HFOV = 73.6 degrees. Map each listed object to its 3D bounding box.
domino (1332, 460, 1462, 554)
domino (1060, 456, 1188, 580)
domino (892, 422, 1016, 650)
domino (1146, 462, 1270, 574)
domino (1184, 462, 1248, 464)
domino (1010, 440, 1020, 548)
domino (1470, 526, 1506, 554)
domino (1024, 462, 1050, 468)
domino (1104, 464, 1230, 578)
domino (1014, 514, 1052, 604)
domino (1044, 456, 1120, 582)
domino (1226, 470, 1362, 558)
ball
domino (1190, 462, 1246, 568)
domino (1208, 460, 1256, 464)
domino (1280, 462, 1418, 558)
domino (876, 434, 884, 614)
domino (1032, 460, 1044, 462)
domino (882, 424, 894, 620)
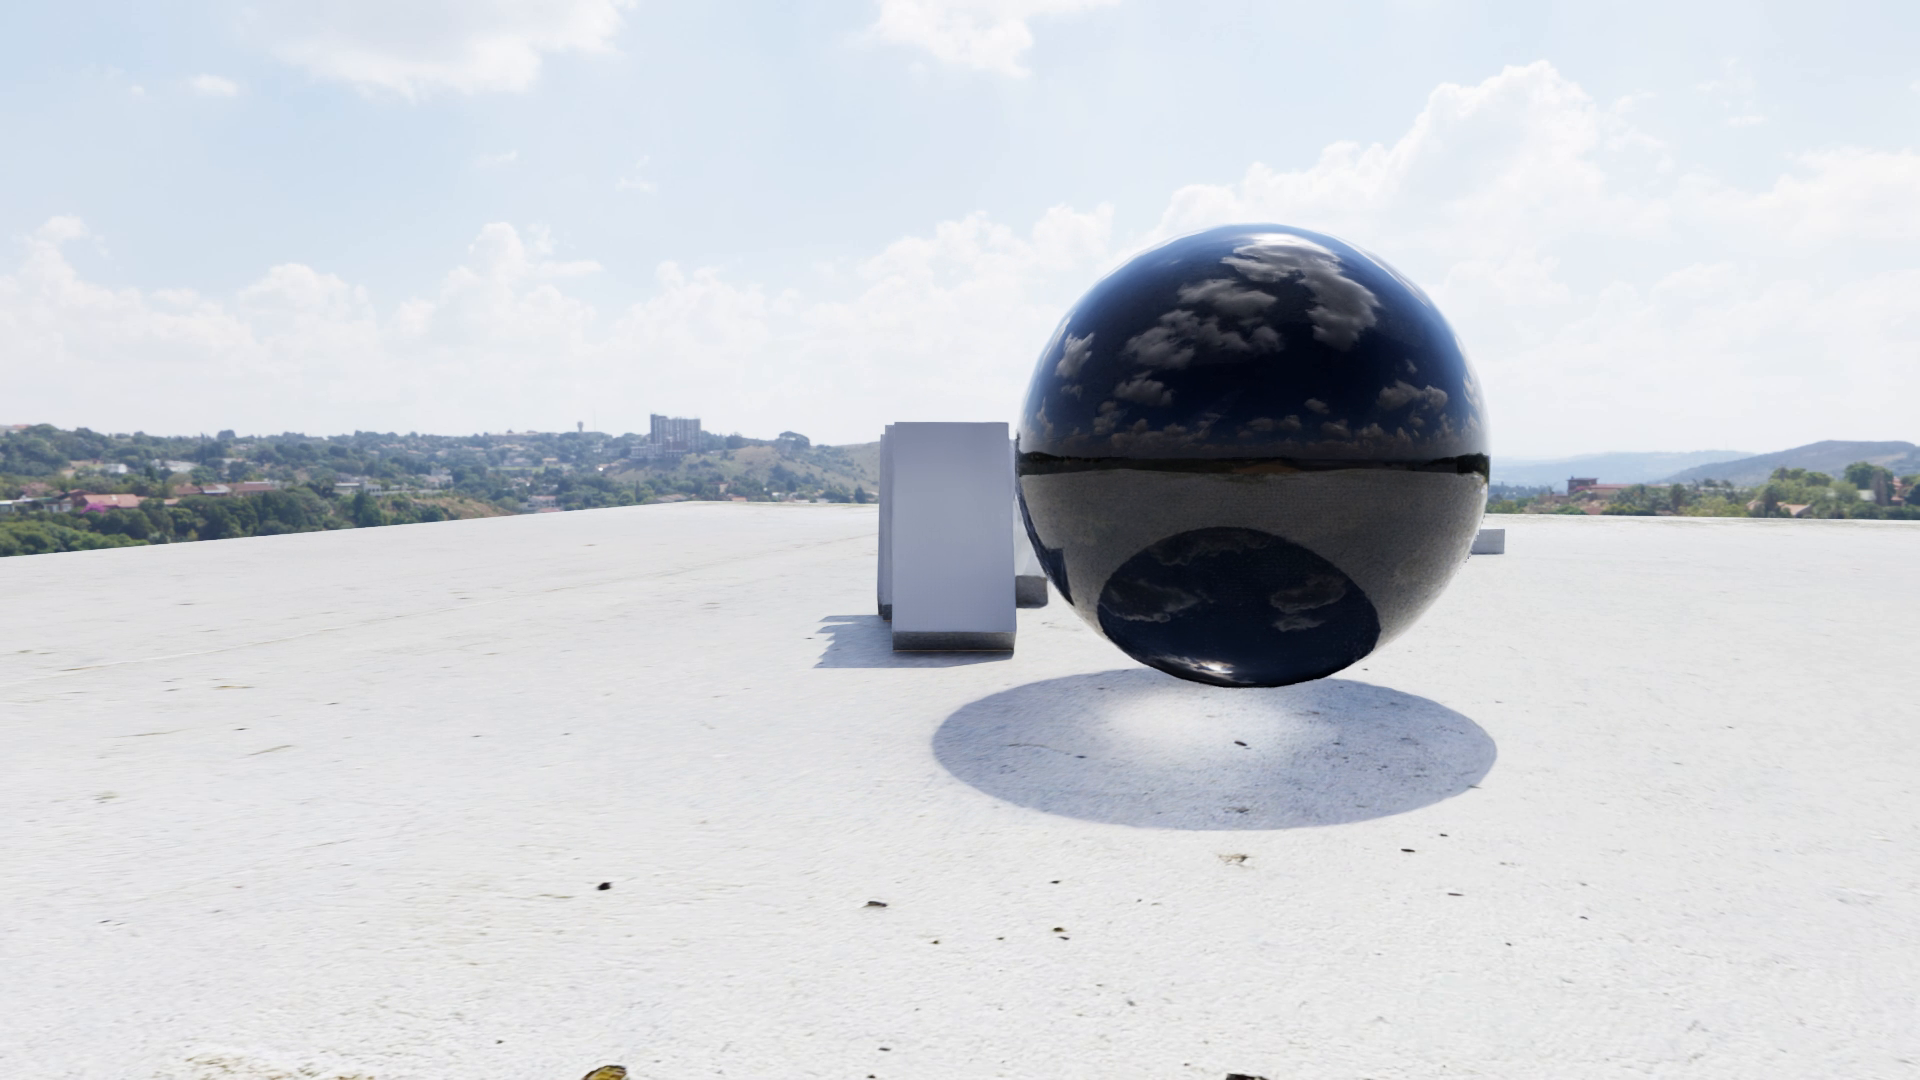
[{"bbox_3d":[0.167,-0.014,0.499,0.050,0.009,0.025,-34,12,-10],"label":"domino"},{"bbox_3d":[0.049,-0.008,0.418,0.050,0.010,0.025,-45,27,-24],"label":"domino"},{"bbox_3d":[-0.002,-0.001,0.272,0.025,0.050,0.010,0,-28,-2],"label":"domino"},{"bbox_3d":[0.080,-0.008,0.437,0.050,0.009,0.025,-40,27,-26],"label":"domino"},{"bbox_3d":[0.089,-0.011,0.477,0.025,0.009,0.050,2,38,31],"label":"domino"},{"bbox_3d":[0.002,-0.005,0.345,0.025,0.050,0.009,1,-37,11],"label":"domino"},{"bbox_3d":[0.185,0.000,0.506,0.050,0.009,0.025,-1,4,-15],"label":"domino"},{"bbox_3d":[0.013,-0.005,0.381,0.025,0.010,0.050,-4,37,10],"label":"domino"},{"bbox_3d":[0.064,-0.007,0.427,0.050,0.009,0.025,-40,25,-26],"label":"domino"},{"bbox_3d":[0.015,-0.002,0.360,0.025,0.010,0.050,1,38,11],"label":"domino"},{"bbox_3d":[0.029,-0.008,0.413,0.025,0.009,0.050,2,42,37],"label":"domino"},{"bbox_3d":[0.125,-0.010,0.491,0.050,0.010,0.025,-30,10,-10],"label":"domino"},{"bbox_3d":[0.049,-0.014,0.223,0.080,0.080,0.080,0,4,0],"label":"ball"},{"bbox_3d":[0.087,-0.009,0.458,0.025,0.009,0.050,3,38,31],"label":"domino"},{"bbox_3d":[0.095,-0.013,0.496,0.025,0.009,0.050,0,37,36],"label":"domino"},{"bbox_3d":[0.148,-0.012,0.494,0.050,0.009,0.025,-34,12,-9],"label":"domino"},{"bbox_3d":[-0.008,-0.005,0.330,0.025,0.050,0.009,0,-34,-2],"label":"domino"},{"bbox_3d":[0.013,-0.006,0.399,0.025,0.009,0.050,-4,37,10],"label":"domino"},{"bbox_3d":[-0.006,-0.005,0.317,0.025,0.050,0.009,0,-28,-2],"label":"domino"}]
